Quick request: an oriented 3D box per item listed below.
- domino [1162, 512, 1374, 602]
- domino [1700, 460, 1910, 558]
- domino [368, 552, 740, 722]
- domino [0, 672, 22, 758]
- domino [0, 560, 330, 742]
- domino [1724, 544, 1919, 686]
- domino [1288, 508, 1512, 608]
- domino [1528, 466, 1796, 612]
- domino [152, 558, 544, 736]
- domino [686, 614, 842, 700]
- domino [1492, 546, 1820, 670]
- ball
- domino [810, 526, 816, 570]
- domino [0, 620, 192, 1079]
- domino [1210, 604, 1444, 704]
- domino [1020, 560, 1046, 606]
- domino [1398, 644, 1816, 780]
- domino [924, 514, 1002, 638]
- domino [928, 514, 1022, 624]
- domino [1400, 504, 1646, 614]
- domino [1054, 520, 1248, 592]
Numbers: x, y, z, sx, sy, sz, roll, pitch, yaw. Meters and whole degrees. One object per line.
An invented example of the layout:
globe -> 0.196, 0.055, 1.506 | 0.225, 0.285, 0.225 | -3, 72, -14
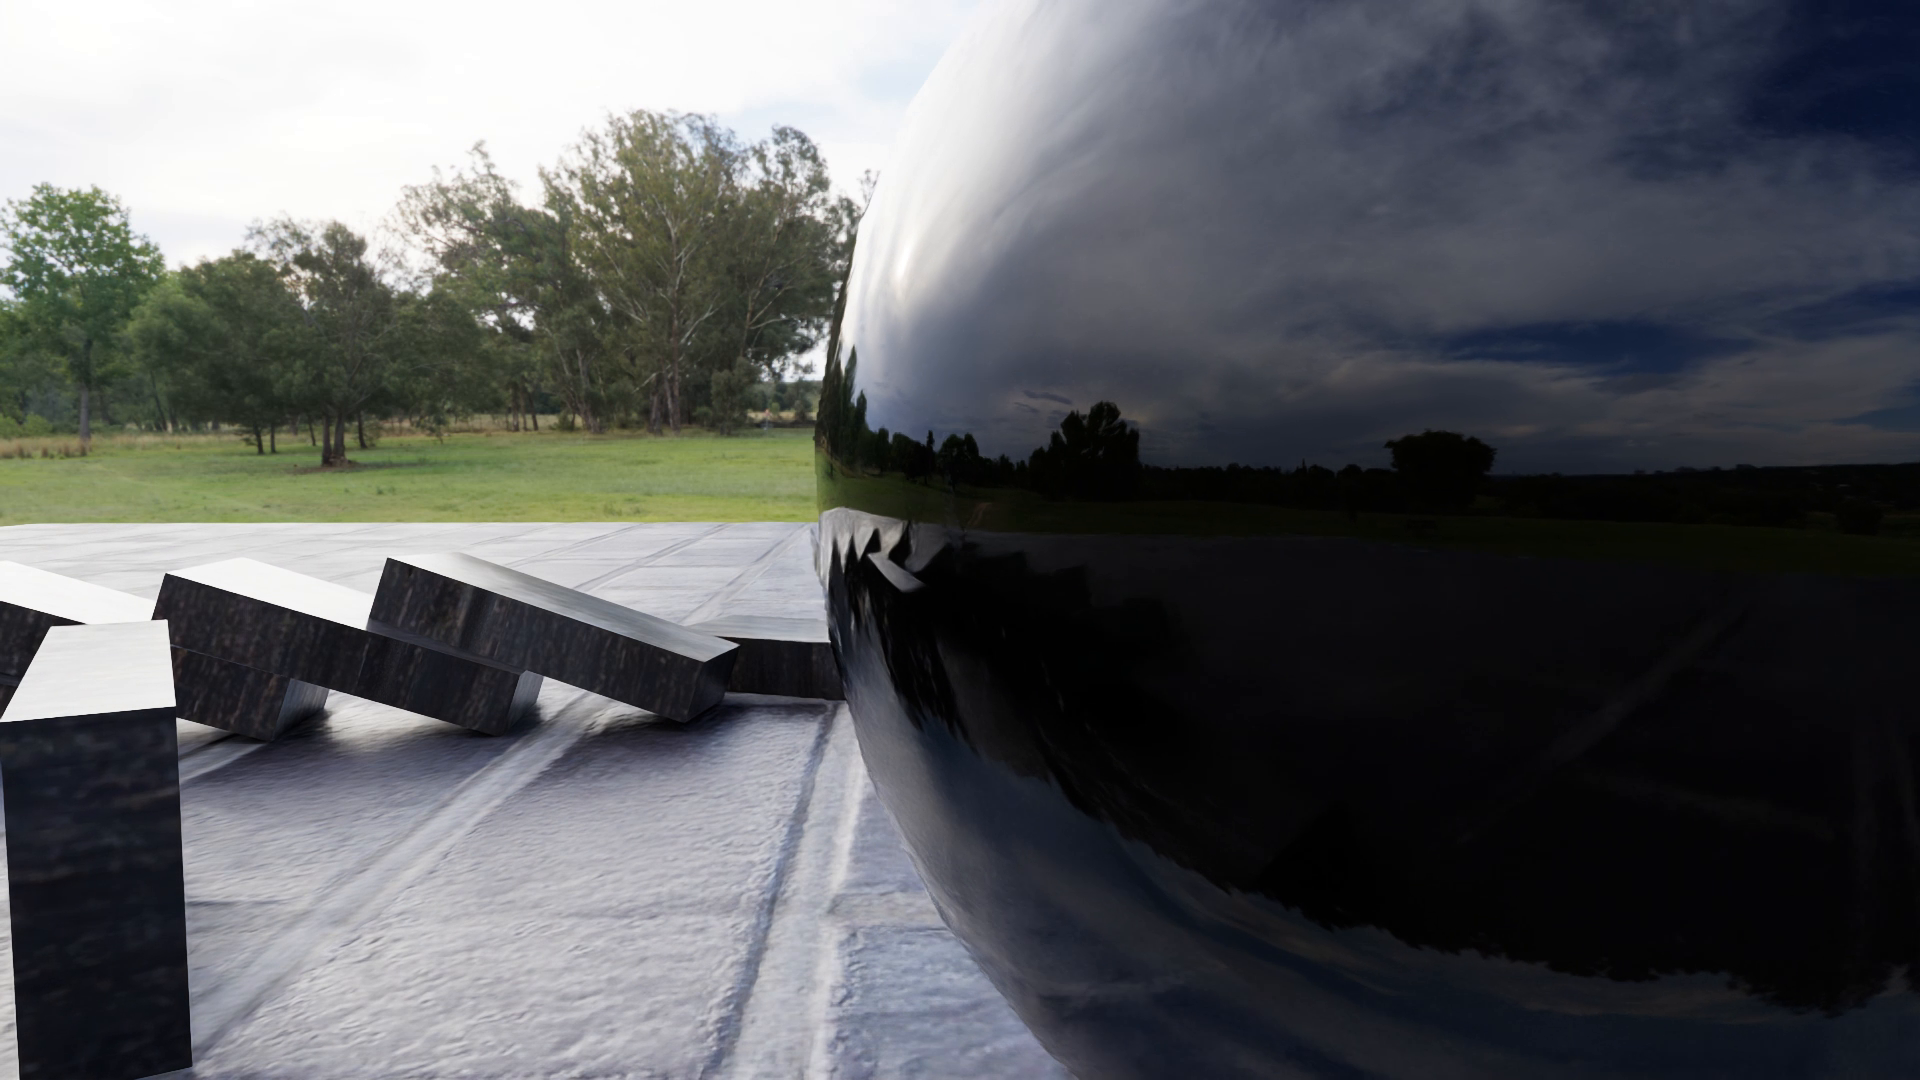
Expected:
domino -> 0.083, 0.005, 0.345 | 0.050, 0.009, 0.025 | -18, -6, 31
domino -> 0.162, 0.002, 0.261 | 0.025, 0.009, 0.050 | -2, -31, -45
domino -> -0.062, 0.015, 0.203 | 0.050, 0.010, 0.025 | 18, 2, 2
domino -> -0.151, 0.018, 0.173 | 0.050, 0.010, 0.025 | 17, -3, -25
domino -> -0.122, 0.016, 0.190 | 0.050, 0.010, 0.025 | 18, 0, -11
domino -> 0.153, 0.014, 0.232 | 0.050, 0.010, 0.025 | -18, 14, -23
domino -> 0.113, 0.005, 0.329 | 0.050, 0.009, 0.025 | -22, -9, 33
domino -> 0.152, 0.003, 0.277 | 0.025, 0.009, 0.050 | -7, -28, -38
domino -> -0.090, 0.016, 0.195 | 0.050, 0.010, 0.025 | 18, 2, -8
domino -> -0.025, 0.021, 0.228 | 0.050, 0.009, 0.025 | 2, 5, 22
domino -> 0.119, 0.014, 0.219 | 0.050, 0.009, 0.025 | -20, 15, -25
ball -> 0.032, -0.003, 0.070 | 0.080, 0.080, 0.080 | 0, 4, 0
domino -> -0.014, 0.009, 0.266 | 0.025, 0.010, 0.050 | -7, 24, -14
domino -> -0.070, 0.022, 0.105 | 0.010, 0.025, 0.050 | -3, 5, -32
domino -> 0.069, 0.020, 0.237 | 0.025, 0.010, 0.050 | 3, 5, 36
domino -> 0.006, 0.011, 0.362 | 0.025, 0.010, 0.050 | -1, 4, -10
domino -> 0.093, 0.024, 0.187 | 0.050, 0.009, 0.025 | 3, 5, 38
domino -> -0.007, 0.008, 0.295 | 0.025, 0.009, 0.050 | -4, 22, -7
domino -> 0.003, 0.007, 0.325 | 0.025, 0.010, 0.050 | 0, 21, 3
domino -> 0.135, 0.005, 0.307 | 0.025, 0.009, 0.050 | -4, -17, -46
domino -> 0.055, 0.004, 0.371 | 0.050, 0.010, 0.025 | -2, -25, -26
